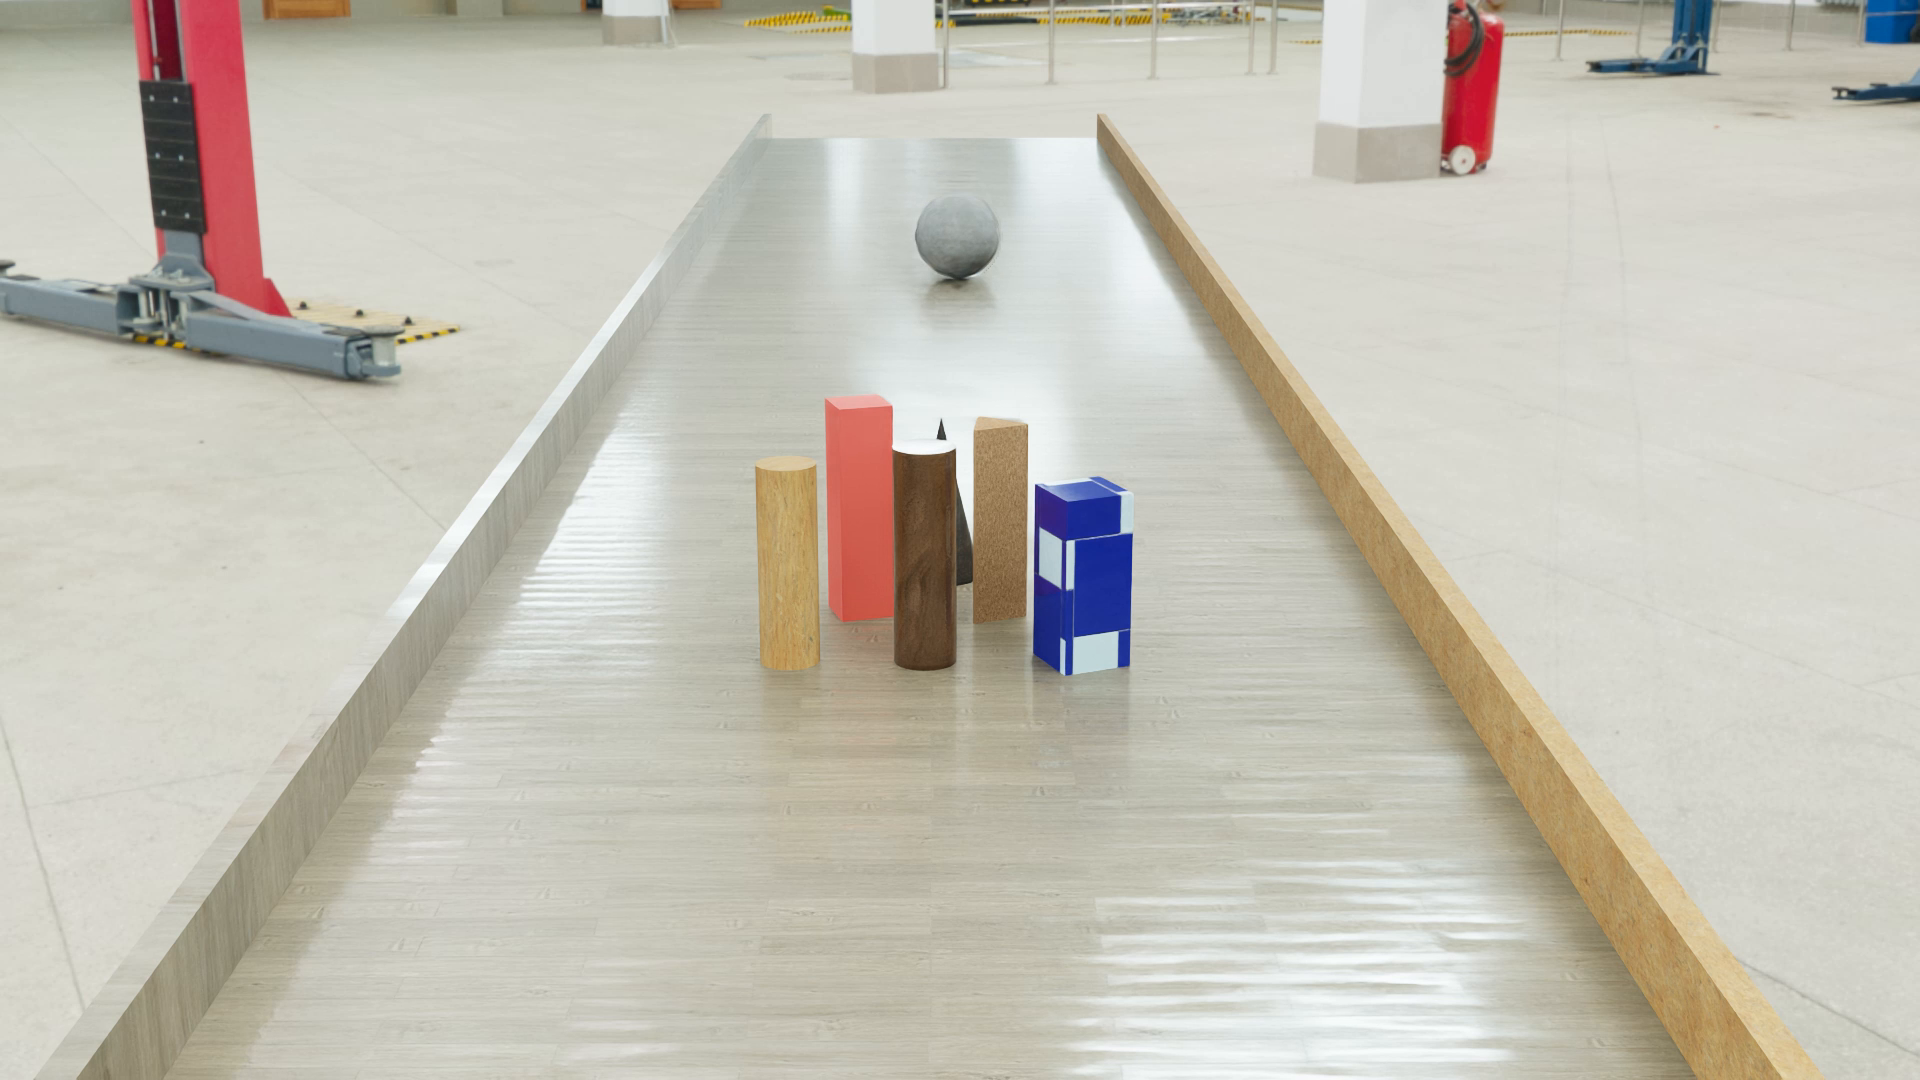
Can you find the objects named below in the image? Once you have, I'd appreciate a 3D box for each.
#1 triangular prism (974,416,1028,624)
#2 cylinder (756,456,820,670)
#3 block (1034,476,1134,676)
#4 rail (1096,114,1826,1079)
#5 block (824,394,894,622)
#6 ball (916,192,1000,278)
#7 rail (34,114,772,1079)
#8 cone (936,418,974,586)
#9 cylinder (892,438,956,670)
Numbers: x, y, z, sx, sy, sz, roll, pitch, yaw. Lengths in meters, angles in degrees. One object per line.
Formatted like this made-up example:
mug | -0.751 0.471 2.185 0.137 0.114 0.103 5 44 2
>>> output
triangular prism | 0.064 -0.046 4.646 0.124 0.419 0.108 -8 18 -24
cylinder | -0.341 0.045 4.358 0.120 0.408 0.120 0 17 0
block | 0.243 0.070 4.369 0.145 0.355 0.145 -7 18 -23
rail | 0.932 -0.844 7.801 0.050 0.150 12.000 0 17 -1
block | -0.211 -0.068 4.648 0.115 0.460 0.115 -5 17 -17
ball | -0.009 -1.203 8.683 0.336 0.336 0.336 0 17 0
rail | -1.118 -0.838 7.780 0.050 0.150 12.000 0 17 -1
cone | -0.041 -0.096 4.909 0.174 0.366 0.174 0 17 0
cylinder | -0.070 0.029 4.352 0.126 0.442 0.126 0 17 0
